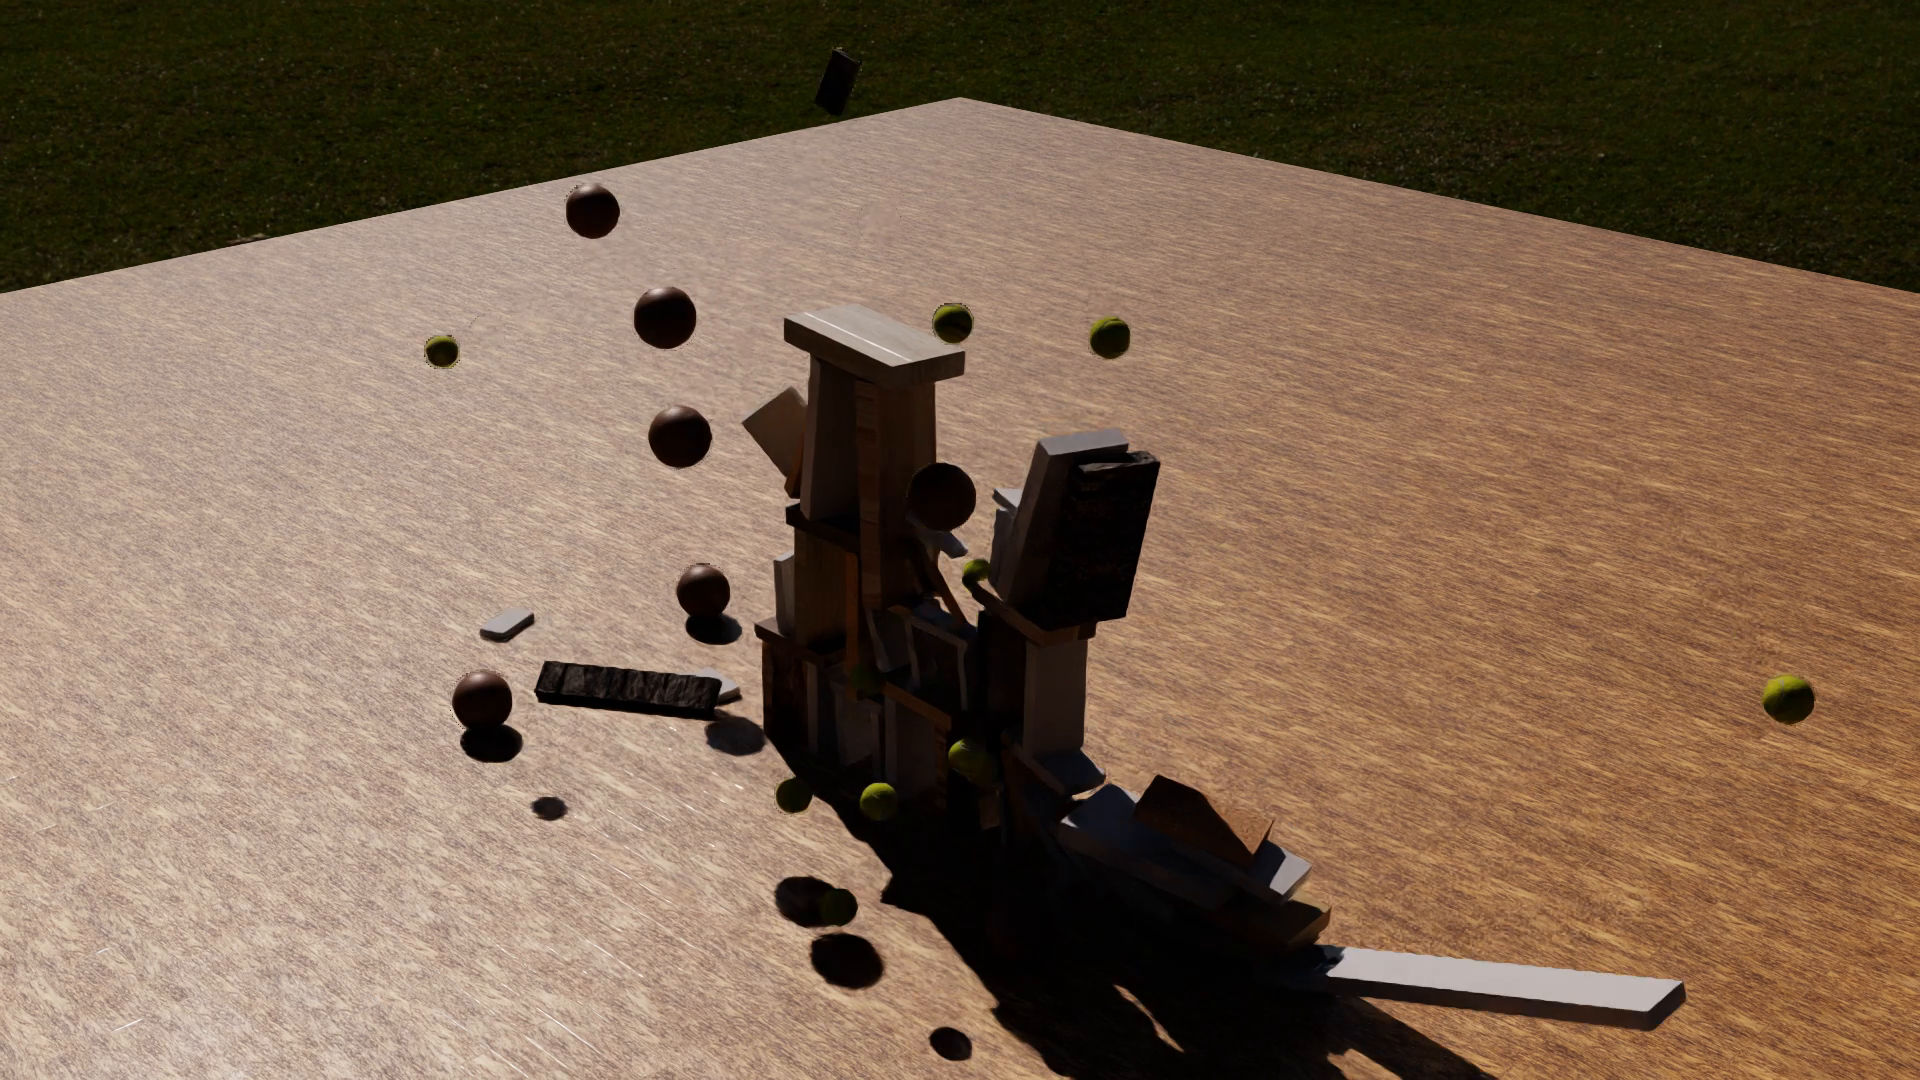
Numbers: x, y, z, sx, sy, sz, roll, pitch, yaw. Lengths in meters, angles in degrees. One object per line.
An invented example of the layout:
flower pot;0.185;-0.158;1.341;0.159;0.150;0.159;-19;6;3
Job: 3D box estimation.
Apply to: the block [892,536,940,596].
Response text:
block;-0.080;0.051;4.278;0.064;0.018;0.128;7;51;-51

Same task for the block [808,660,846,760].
block;-0.272;0.345;4.662;0.110;0.221;0.031;-20;31;-41

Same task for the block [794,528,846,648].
block;-0.283;0.084;4.582;0.130;0.259;0.037;-18;29;-40

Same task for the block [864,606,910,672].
block;-0.146;0.188;4.446;0.073;0.147;0.021;-19;10;-41

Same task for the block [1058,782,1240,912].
block;0.364;0.556;4.007;0.333;0.047;0.167;20;32;31

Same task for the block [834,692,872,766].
block;-0.222;0.387;4.638;0.082;0.164;0.023;-21;27;-41

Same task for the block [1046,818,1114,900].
block;0.250;0.593;4.203;0.088;0.025;0.175;-22;69;-42

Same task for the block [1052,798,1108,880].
block;0.256;0.563;4.158;0.088;0.025;0.175;-8;42;-31

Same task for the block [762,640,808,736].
block;-0.374;0.305;4.758;0.110;0.220;0.031;-20;31;-40

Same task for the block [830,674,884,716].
block;-0.186;0.314;4.569;0.082;0.023;0.164;-20;30;-40

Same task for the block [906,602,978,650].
block;-0.029;0.167;4.257;0.136;0.019;0.068;25;28;20

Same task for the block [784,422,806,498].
block;-0.263;-0.196;4.475;0.127;0.254;0.036;-1;40;-29

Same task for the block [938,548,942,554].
block;-0.184;0.103;4.966;0.127;0.365;0.036;37;0;17

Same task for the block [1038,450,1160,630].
block;0.255;0.001;4.046;0.166;0.333;0.047;-8;34;-30

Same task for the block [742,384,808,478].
block;-0.326;-0.187;4.586;0.127;0.254;0.036;-36;14;11

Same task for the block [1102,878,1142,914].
block;0.314;0.629;4.152;0.088;0.025;0.175;-21;56;-41

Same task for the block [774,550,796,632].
block;-0.356;0.105;4.656;0.023;0.162;0.081;14;26;34

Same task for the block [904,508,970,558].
block;-0.045;-0.013;4.279;0.128;0.018;0.064;41;18;14

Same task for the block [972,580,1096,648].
block;0.140;0.132;4.202;0.120;0.034;0.240;-9;27;-32

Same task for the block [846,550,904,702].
block;-0.172;0.159;4.488;0.130;0.324;0.037;-19;30;-40

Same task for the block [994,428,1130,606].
block;0.187;-0.040;4.090;0.166;0.375;0.047;-10;46;-26

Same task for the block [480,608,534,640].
block;-1.085;0.201;5.263;0.065;0.018;0.130;10;25;21

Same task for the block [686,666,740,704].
block;-0.558;0.326;4.963;0.065;0.018;0.130;-21;31;-34

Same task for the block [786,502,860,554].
block;-0.221;-0.031;4.472;0.130;0.037;0.259;-19;29;-41

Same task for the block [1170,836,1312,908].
block;0.500;0.563;3.916;0.226;0.032;0.113;27;35;25

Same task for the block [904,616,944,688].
block;-0.067;0.214;4.375;0.073;0.147;0.021;-20;17;-39

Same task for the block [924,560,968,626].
block;-0.028;0.103;4.227;0.018;0.128;0.064;-30;-11;2

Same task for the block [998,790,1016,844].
block;0.104;0.541;4.341;0.055;0.110;0.016;-14;17;-37

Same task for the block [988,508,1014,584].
block;0.095;0.007;4.246;0.021;0.148;0.074;21;23;38

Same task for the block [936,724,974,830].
block;0.005;0.451;4.395;0.118;0.237;0.034;-21;31;-41

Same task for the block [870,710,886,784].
block;-0.145;0.417;4.566;0.082;0.164;0.023;-21;28;-40

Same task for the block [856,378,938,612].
block;-0.121;-0.107;4.304;0.050;0.462;0.176;15;26;37

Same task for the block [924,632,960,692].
block;-0.016;0.230;4.331;0.068;0.136;0.019;-27;30;-4

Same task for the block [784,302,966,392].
block;-0.170;-0.378;4.276;0.176;0.050;0.352;-16;30;-36

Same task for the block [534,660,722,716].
block;-0.741;0.329;4.905;0.414;0.023;0.081;5;56;12

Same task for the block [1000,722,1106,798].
block;0.178;0.419;4.250;0.101;0.029;0.203;-14;37;-34

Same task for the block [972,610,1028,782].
block;0.087;0.295;4.296;0.120;0.346;0.034;-13;23;-39

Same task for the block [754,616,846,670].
block;-0.321;0.209;4.661;0.110;0.031;0.220;-20;30;-41

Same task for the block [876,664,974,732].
block;-0.048;0.307;4.388;0.118;0.034;0.237;-19;29;-37

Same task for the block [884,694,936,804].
block;-0.097;0.408;4.495;0.118;0.237;0.034;-21;31;-40

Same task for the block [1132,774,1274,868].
block;0.434;0.501;3.934;0.226;0.032;0.113;21;33;17

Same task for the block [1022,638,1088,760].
block;0.181;0.293;4.194;0.120;0.240;0.034;-12;23;-32

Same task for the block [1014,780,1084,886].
block;0.198;0.556;4.242;0.101;0.029;0.202;-22;76;-42

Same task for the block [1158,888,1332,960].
block;0.508;0.646;3.943;0.277;0.039;0.139;23;33;35

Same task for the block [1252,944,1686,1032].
block;0.822;0.736;3.656;0.113;0.032;0.774;-22;12;-42

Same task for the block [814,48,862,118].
block;-0.267;-0.994;4.783;0.065;0.130;0.018;36;30;20

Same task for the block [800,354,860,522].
block;-0.219;-0.214;4.402;0.176;0.352;0.050;-9;34;-25

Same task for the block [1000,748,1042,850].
block;0.141;0.495;4.332;0.101;0.203;0.029;-20;16;-41

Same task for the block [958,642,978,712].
block;0.031;0.260;4.280;0.068;0.136;0.019;-17;22;-34

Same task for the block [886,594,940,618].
block;-0.117;0.120;4.388;0.073;0.021;0.147;-18;26;-39

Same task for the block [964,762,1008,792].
block;0.067;0.465;4.358;0.110;0.016;0.055;21;26;41

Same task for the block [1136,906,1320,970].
block;0.485;0.699;4.002;0.308;0.039;0.139;10;23;44

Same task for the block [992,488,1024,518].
block;0.127;-0.064;4.202;0.074;0.021;0.148;-1;22;-24

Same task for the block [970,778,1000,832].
block;0.051;0.520;4.389;0.055;0.110;0.016;-16;12;-42

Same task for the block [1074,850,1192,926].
block;0.332;0.593;4.080;0.277;0.039;0.139;36;39;30
